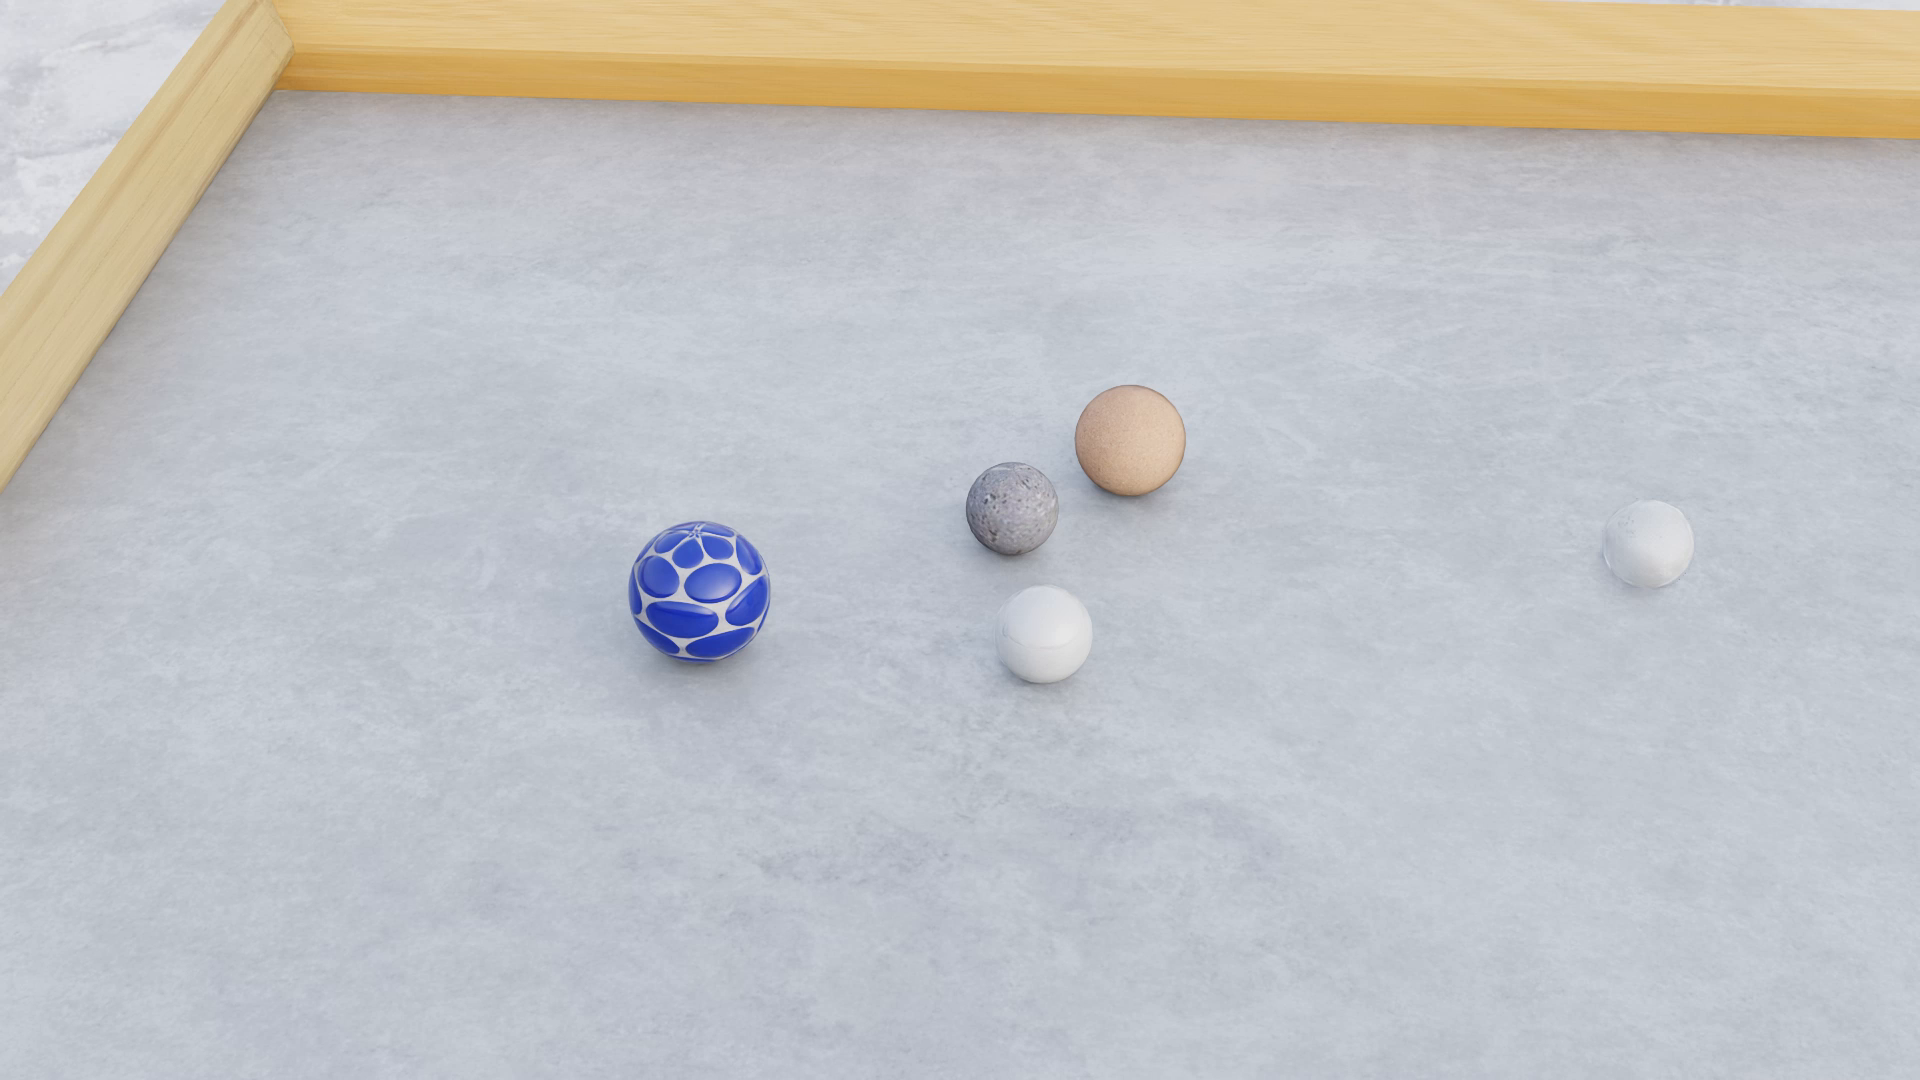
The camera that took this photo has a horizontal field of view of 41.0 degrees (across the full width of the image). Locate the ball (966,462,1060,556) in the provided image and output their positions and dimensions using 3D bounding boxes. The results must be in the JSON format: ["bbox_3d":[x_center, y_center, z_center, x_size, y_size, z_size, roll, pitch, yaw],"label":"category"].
[{"bbox_3d":[0.039,-0.023,1.902,0.069,0.069,0.069,0,35,0],"label":"ball"}]

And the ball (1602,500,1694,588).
[{"bbox_3d":[0.502,0.003,1.869,0.064,0.064,0.064,0,35,0],"label":"ball"}]

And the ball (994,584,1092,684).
[{"bbox_3d":[0.058,0.065,1.776,0.069,0.069,0.069,0,35,0],"label":"ball"}]

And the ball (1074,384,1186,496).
[{"bbox_3d":[0.130,-0.076,1.964,0.086,0.086,0.086,0,35,0],"label":"ball"}]

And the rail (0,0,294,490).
[{"bbox_3d":[-0.724,-0.050,1.885,0.045,0.130,1.606,2,35,3],"label":"rail"}]

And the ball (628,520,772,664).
[{"bbox_3d":[-0.182,0.036,1.790,0.100,0.100,0.100,0,35,0],"label":"ball"}]

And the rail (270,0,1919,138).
[{"bbox_3d":[0.802,-0.436,2.439,2.999,0.130,0.045,2,35,3],"label":"rail"}]
